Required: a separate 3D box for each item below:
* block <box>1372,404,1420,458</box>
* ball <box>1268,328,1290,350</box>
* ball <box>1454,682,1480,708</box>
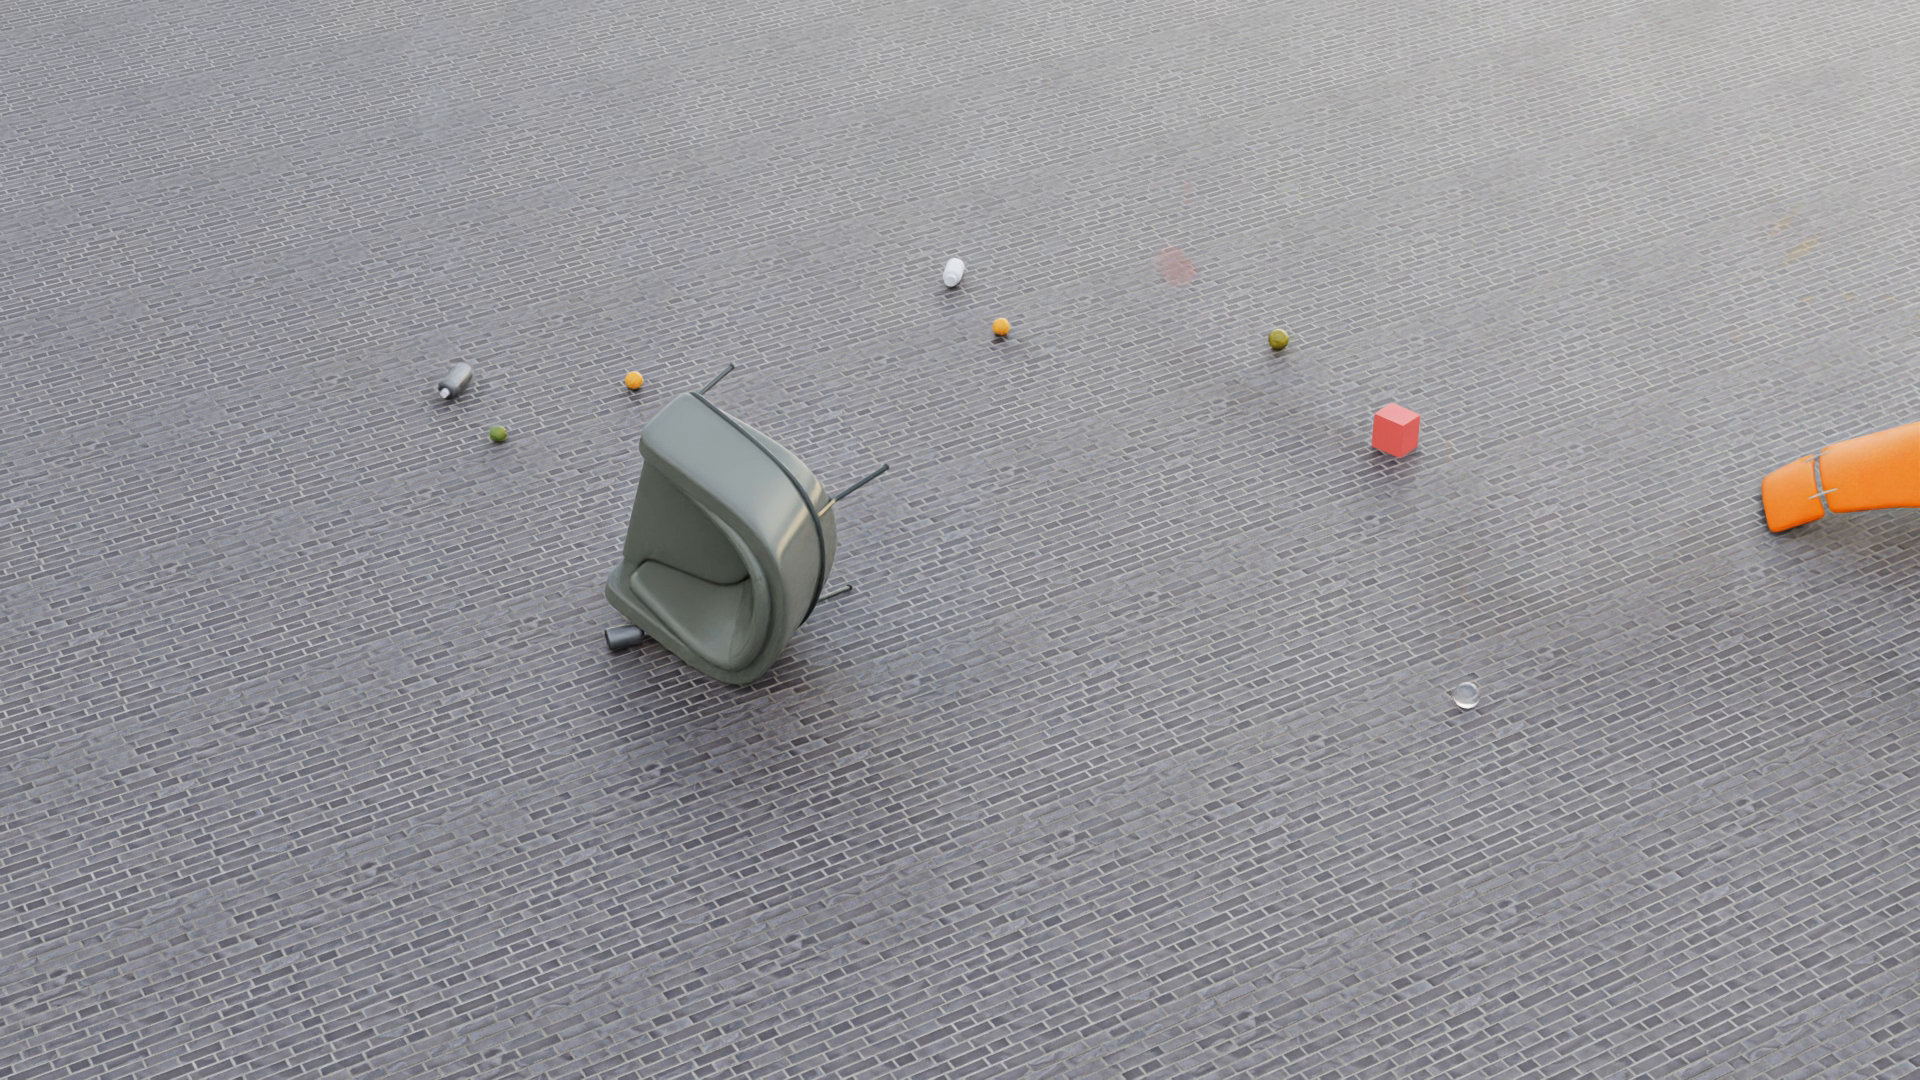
[{"bbox_3d":[1.704,-0.428,11.460,0.137,0.148,0.115,27,42,35],"label":"block"},{"bbox_3d":[1.318,-0.830,12.125,0.086,0.086,0.086,0,33,0],"label":"ball"},{"bbox_3d":[1.739,0.532,10.054,0.092,0.092,0.092,0,33,0],"label":"ball"}]
